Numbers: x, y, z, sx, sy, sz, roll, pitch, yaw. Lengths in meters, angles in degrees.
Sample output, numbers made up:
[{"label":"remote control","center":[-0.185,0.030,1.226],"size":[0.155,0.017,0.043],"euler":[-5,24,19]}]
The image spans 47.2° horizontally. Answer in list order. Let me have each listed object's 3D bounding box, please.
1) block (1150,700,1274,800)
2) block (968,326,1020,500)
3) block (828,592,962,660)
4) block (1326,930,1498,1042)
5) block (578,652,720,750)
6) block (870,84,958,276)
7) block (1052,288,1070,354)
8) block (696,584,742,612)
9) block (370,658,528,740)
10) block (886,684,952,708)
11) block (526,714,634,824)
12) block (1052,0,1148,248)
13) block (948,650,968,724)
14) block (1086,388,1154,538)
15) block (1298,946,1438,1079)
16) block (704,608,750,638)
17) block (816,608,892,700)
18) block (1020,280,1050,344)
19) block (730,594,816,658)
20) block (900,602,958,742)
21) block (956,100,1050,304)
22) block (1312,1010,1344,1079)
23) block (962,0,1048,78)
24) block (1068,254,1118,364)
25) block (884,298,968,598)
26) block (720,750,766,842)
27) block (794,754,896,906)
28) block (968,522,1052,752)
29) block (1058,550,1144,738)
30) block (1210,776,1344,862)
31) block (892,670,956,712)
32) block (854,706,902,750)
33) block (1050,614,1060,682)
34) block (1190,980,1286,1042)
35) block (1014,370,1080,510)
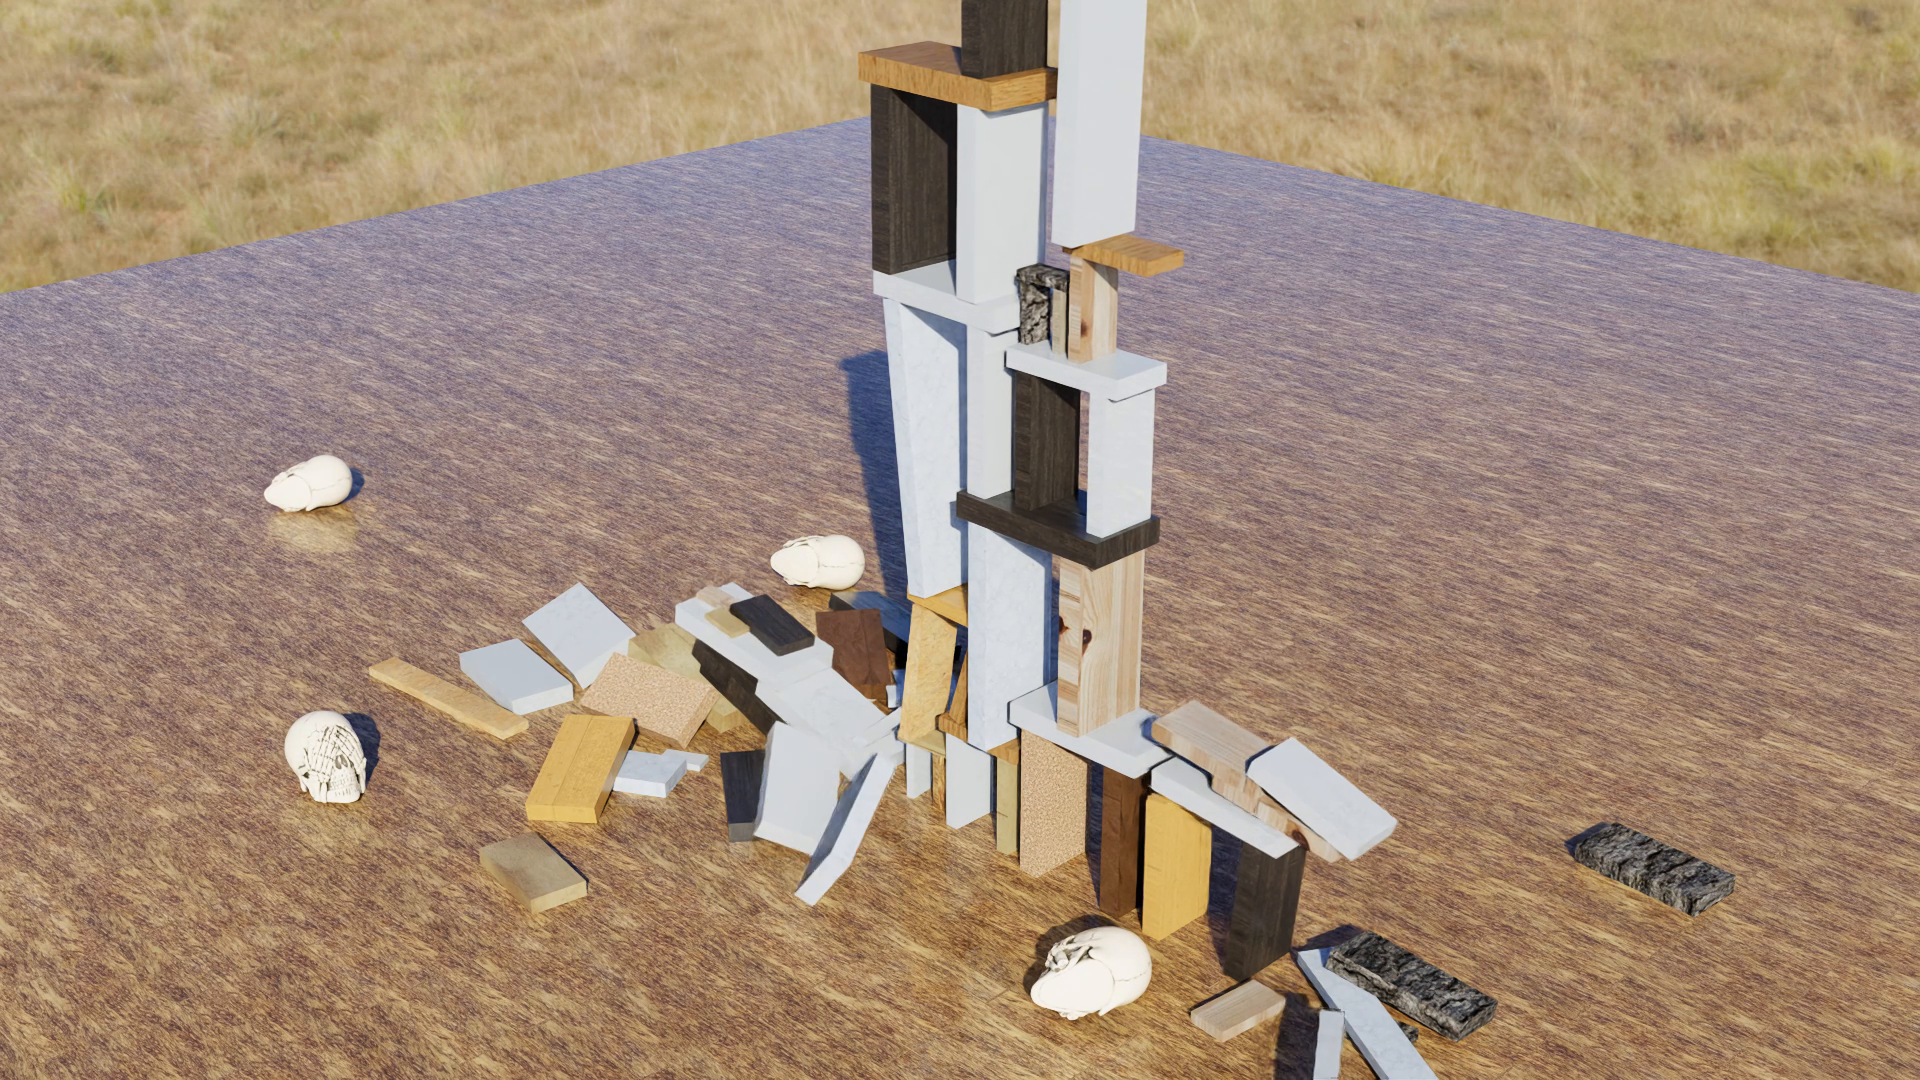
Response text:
[{"label":"block","center":[0.465,0.367,3.873],"size":[0.236,0.033,0.118],"euler":[30,36,35]},{"label":"block","center":[0.088,-0.252,4.028],"size":[0.162,0.324,0.046],"euler":[-20,30,-39]},{"label":"block","center":[-0.156,0.203,5.198],"size":[0.132,0.037,0.370],"euler":[-1,20,-36]},{"label":"block","center":[0.784,0.772,3.821],"size":[0.265,0.037,0.132],"euler":[27,23,34]},{"label":"block","center":[-0.679,0.349,4.795],"size":[0.288,0.041,0.144],"euler":[15,60,32]},{"label":"block","center":[-0.081,-0.676,4.042],"size":[0.173,0.346,0.049],"euler":[-20,31,-39]},{"label":"block","center":[0.188,-0.388,3.854],"size":[0.058,0.116,0.016],"euler":[-21,31,-40]},{"label":"block","center":[-0.529,0.132,4.834],"size":[0.095,0.014,0.048],"euler":[26,34,27]},{"label":"block","center":[-1.146,0.350,4.910],"size":[0.480,0.020,0.071],"euler":[19,29,37]},{"label":"block","center":[-0.090,0.341,4.836],"size":[0.141,0.020,0.071],"euler":[-2,23,-6]},{"label":"block","center":[-0.779,0.468,4.528],"size":[0.144,0.041,0.288],"euler":[2,35,9]},{"label":"block","center":[0.234,-0.781,3.636],"size":[0.046,0.575,0.162],"euler":[23,32,40]},{"label":"block","center":[0.050,0.252,4.282],"size":[0.109,0.218,0.031],"euler":[-20,48,-39]},{"label":"block","center":[0.282,-0.146,3.860],"size":[0.037,0.260,0.130],"euler":[21,31,40]},{"label":"block","center":[0.702,0.833,3.713],"size":[0.077,0.022,0.491],"euler":[-6,24,-14]},{"label":"block","center":[-0.504,0.179,4.758],"size":[0.048,0.014,0.095],"euler":[-21,41,-40]},{"label":"block","center":[-0.244,0.259,4.989],"size":[0.149,0.042,0.297],"euler":[-3,32,-6]},{"label":"block","center":[0.134,-0.410,3.904],"size":[0.058,0.116,0.016],"euler":[-20,28,-39]},{"label":"block","center":[-0.407,0.184,4.761],"size":[0.094,0.027,0.188],"euler":[-17,38,-36]},{"label":"block","center":[-0.061,0.250,4.400],"size":[0.031,0.309,0.109],"euler":[27,34,33]},{"label":"block","center":[0.075,-0.606,3.884],"size":[0.173,0.347,0.049],"euler":[-20,31,-39]},{"label":"block","center":[0.580,0.883,3.509],"size":[0.037,0.132,0.265],"euler":[6,24,10]},{"label":"block","center":[0.077,-0.959,3.732],"size":[0.162,0.323,0.046],"euler":[-20,30,-39]},{"label":"block","center":[0.231,-0.408,3.807],"size":[0.027,0.190,0.095],"euler":[21,31,41]},{"label":"block","center":[-0.046,-0.190,4.211],"size":[0.162,0.585,0.046],"euler":[-20,24,-39]},{"label":"block","center":[-0.406,0.518,4.487],"size":[0.148,0.042,0.297],"euler":[-4,23,-8]},{"label":"block","center":[-0.218,0.552,4.210],"size":[0.042,0.148,0.297],"euler":[35,36,-7]},{"label":"block","center":[0.095,0.162,4.181],"size":[0.173,0.461,0.049],"euler":[-20,30,-39]},{"label":"block","center":[0.257,0.172,4.012],"size":[0.173,0.346,0.049],"euler":[-21,31,-40]},{"label":"block","center":[0.575,0.458,3.803],"size":[0.264,0.033,0.118],"euler":[30,36,35]},{"label":"block","center":[-0.066,0.358,4.869],"size":[0.132,0.037,0.265],"euler":[-4,23,-9]},{"label":"block","center":[-0.134,0.373,4.543],"size":[0.094,0.027,0.188],"euler":[-25,-8,-43]},{"label":"block","center":[0.226,0.255,5.011],"size":[0.148,0.042,0.371],"euler":[13,26,28]},{"label":"block","center":[0.483,0.815,3.811],"size":[0.154,0.022,0.077],"euler":[-17,29,-35]},{"label":"block","center":[0.159,-0.195,3.974],"size":[0.130,0.260,0.037],"euler":[-21,31,-40]}]
